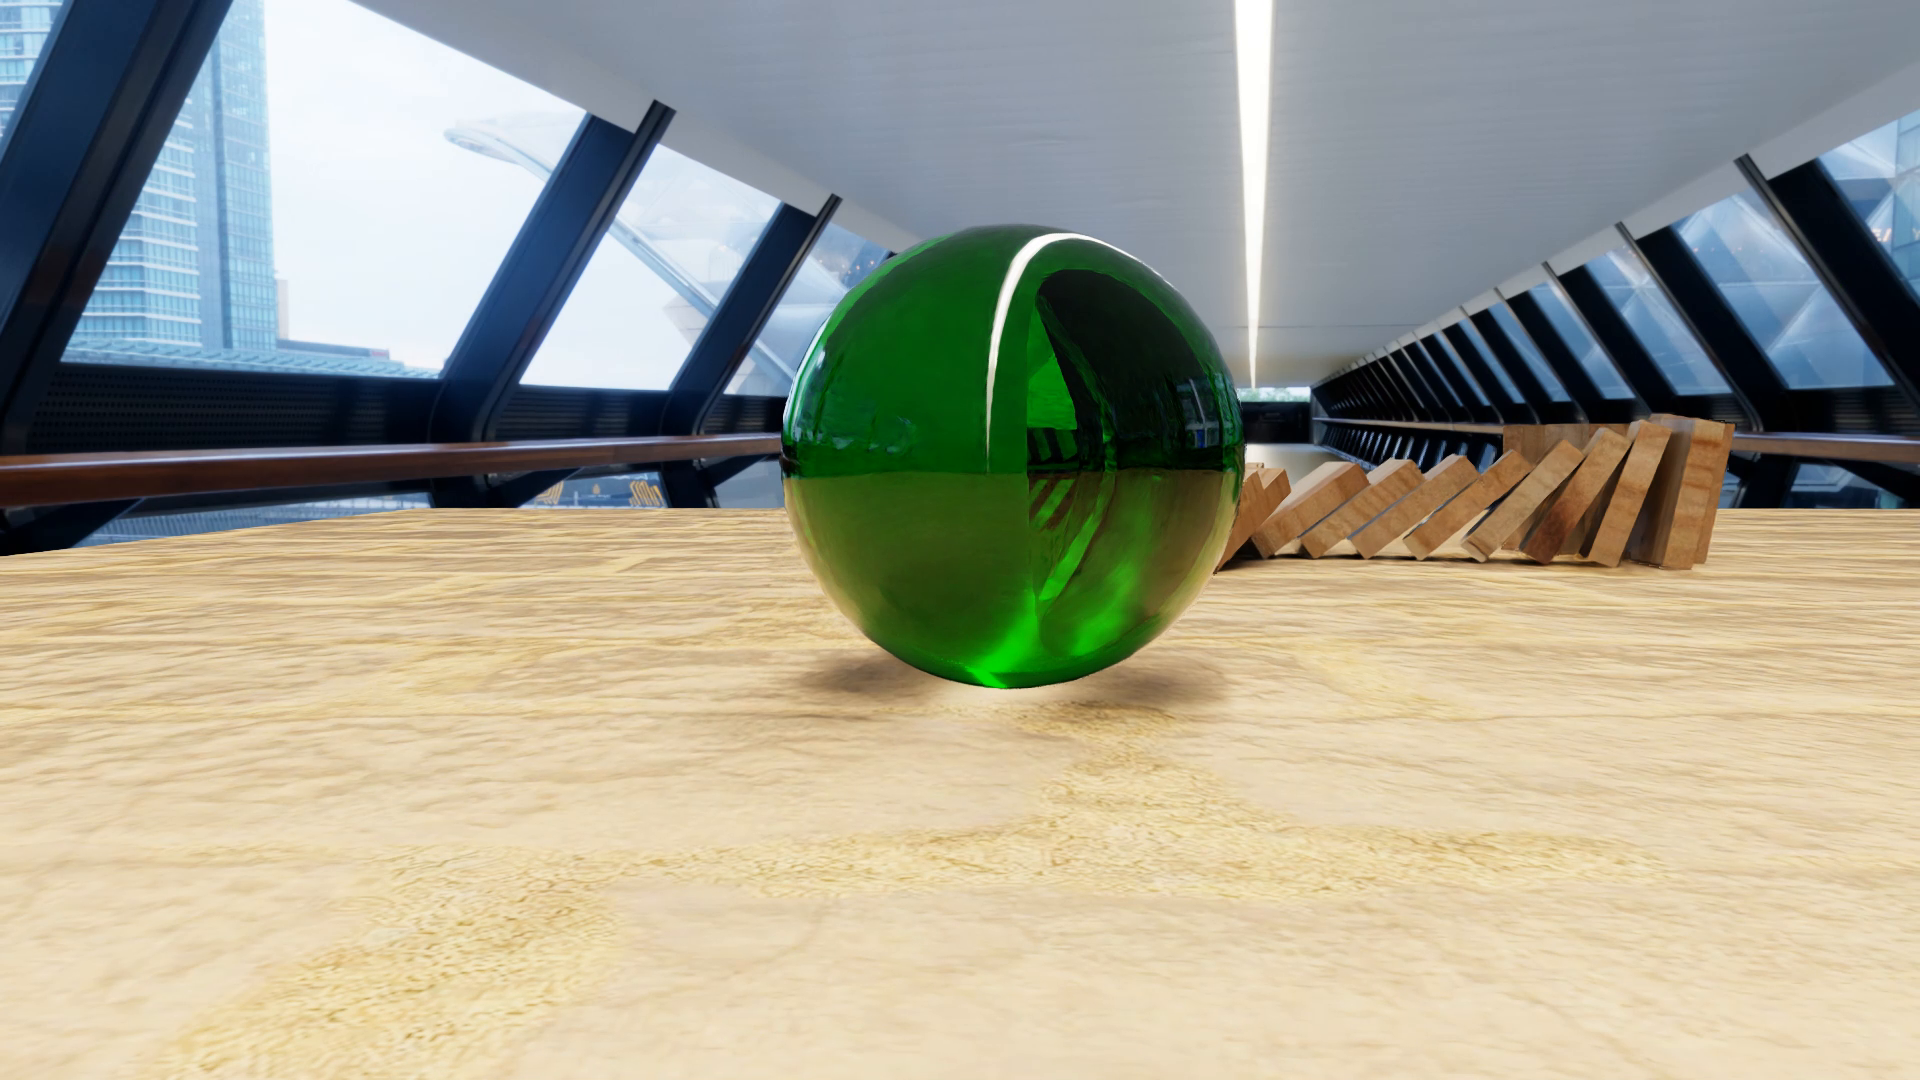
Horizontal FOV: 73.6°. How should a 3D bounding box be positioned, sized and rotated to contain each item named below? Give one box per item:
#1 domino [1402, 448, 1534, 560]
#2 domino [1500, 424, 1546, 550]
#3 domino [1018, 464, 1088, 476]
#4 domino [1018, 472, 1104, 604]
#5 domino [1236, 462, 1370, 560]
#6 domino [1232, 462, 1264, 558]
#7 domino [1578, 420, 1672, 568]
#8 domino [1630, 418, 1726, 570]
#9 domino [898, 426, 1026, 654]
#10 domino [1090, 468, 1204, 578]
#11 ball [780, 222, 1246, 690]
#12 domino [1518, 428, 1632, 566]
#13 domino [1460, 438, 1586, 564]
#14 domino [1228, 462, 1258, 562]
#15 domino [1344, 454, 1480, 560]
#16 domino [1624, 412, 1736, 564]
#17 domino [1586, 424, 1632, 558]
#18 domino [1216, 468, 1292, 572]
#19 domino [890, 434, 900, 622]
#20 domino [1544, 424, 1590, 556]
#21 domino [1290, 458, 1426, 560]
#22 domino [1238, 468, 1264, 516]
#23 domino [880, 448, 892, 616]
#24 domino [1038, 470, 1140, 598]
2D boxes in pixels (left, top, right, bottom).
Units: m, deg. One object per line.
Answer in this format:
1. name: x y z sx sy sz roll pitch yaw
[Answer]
1. domino: 0.185 -0.013 0.469 0.050 0.009 0.025 -43 -11 18
2. domino: 0.232 -0.021 0.517 0.025 0.050 0.009 -2 5 -22
3. domino: 0.027 -0.005 0.401 0.025 0.009 0.050 0 38 9
4. domino: 0.019 -0.002 0.363 0.025 0.009 0.050 3 37 33
5. domino: 0.127 -0.012 0.484 0.050 0.009 0.025 -35 10 -7
6. domino: 0.098 -0.012 0.488 0.025 0.009 0.050 0 36 31
7. domino: 0.232 -0.016 0.448 0.010 0.050 0.025 21 11 17
8. domino: 0.248 -0.016 0.443 0.009 0.050 0.025 11 5 4
9. domino: 0.000 -0.001 0.268 0.025 0.050 0.009 0 -31 -2
10. domino: 0.055 -0.007 0.429 0.050 0.009 0.025 -38 23 -25
11. ball: 0.009 -0.014 0.224 0.080 0.080 0.080 0 4 0
12. domino: 0.217 -0.015 0.454 0.010 0.050 0.025 33 14 15
13. domino: 0.202 -0.014 0.462 0.009 0.050 0.025 43 17 12
14. domino: 0.092 -0.010 0.470 0.025 0.009 0.050 0 36 29
15. domino: 0.167 -0.013 0.478 0.050 0.010 0.025 -38 -3 11
16. domino: 0.257 -0.019 0.460 0.025 0.050 0.009 10 5 4
17. domino: 0.248 -0.018 0.479 0.025 0.050 0.009 -2 5 -20
18. domino: 0.091 -0.008 0.445 0.025 0.010 0.050 6 38 47
19. domino: -0.004 -0.004 0.316 0.025 0.050 0.010 0 -34 -2
20. domino: 0.240 -0.020 0.498 0.025 0.050 0.009 -2 5 -23
21. domino: 0.148 -0.012 0.483 0.050 0.009 0.025 -36 3 3
22. domino: 0.077 -0.008 0.435 0.050 0.009 0.025 -38 28 -27
23. domino: -0.008 -0.003 0.331 0.025 0.009 0.050 -1 48 -2
24. domino: 0.031 -0.003 0.377 0.025 0.009 0.050 3 37 33
